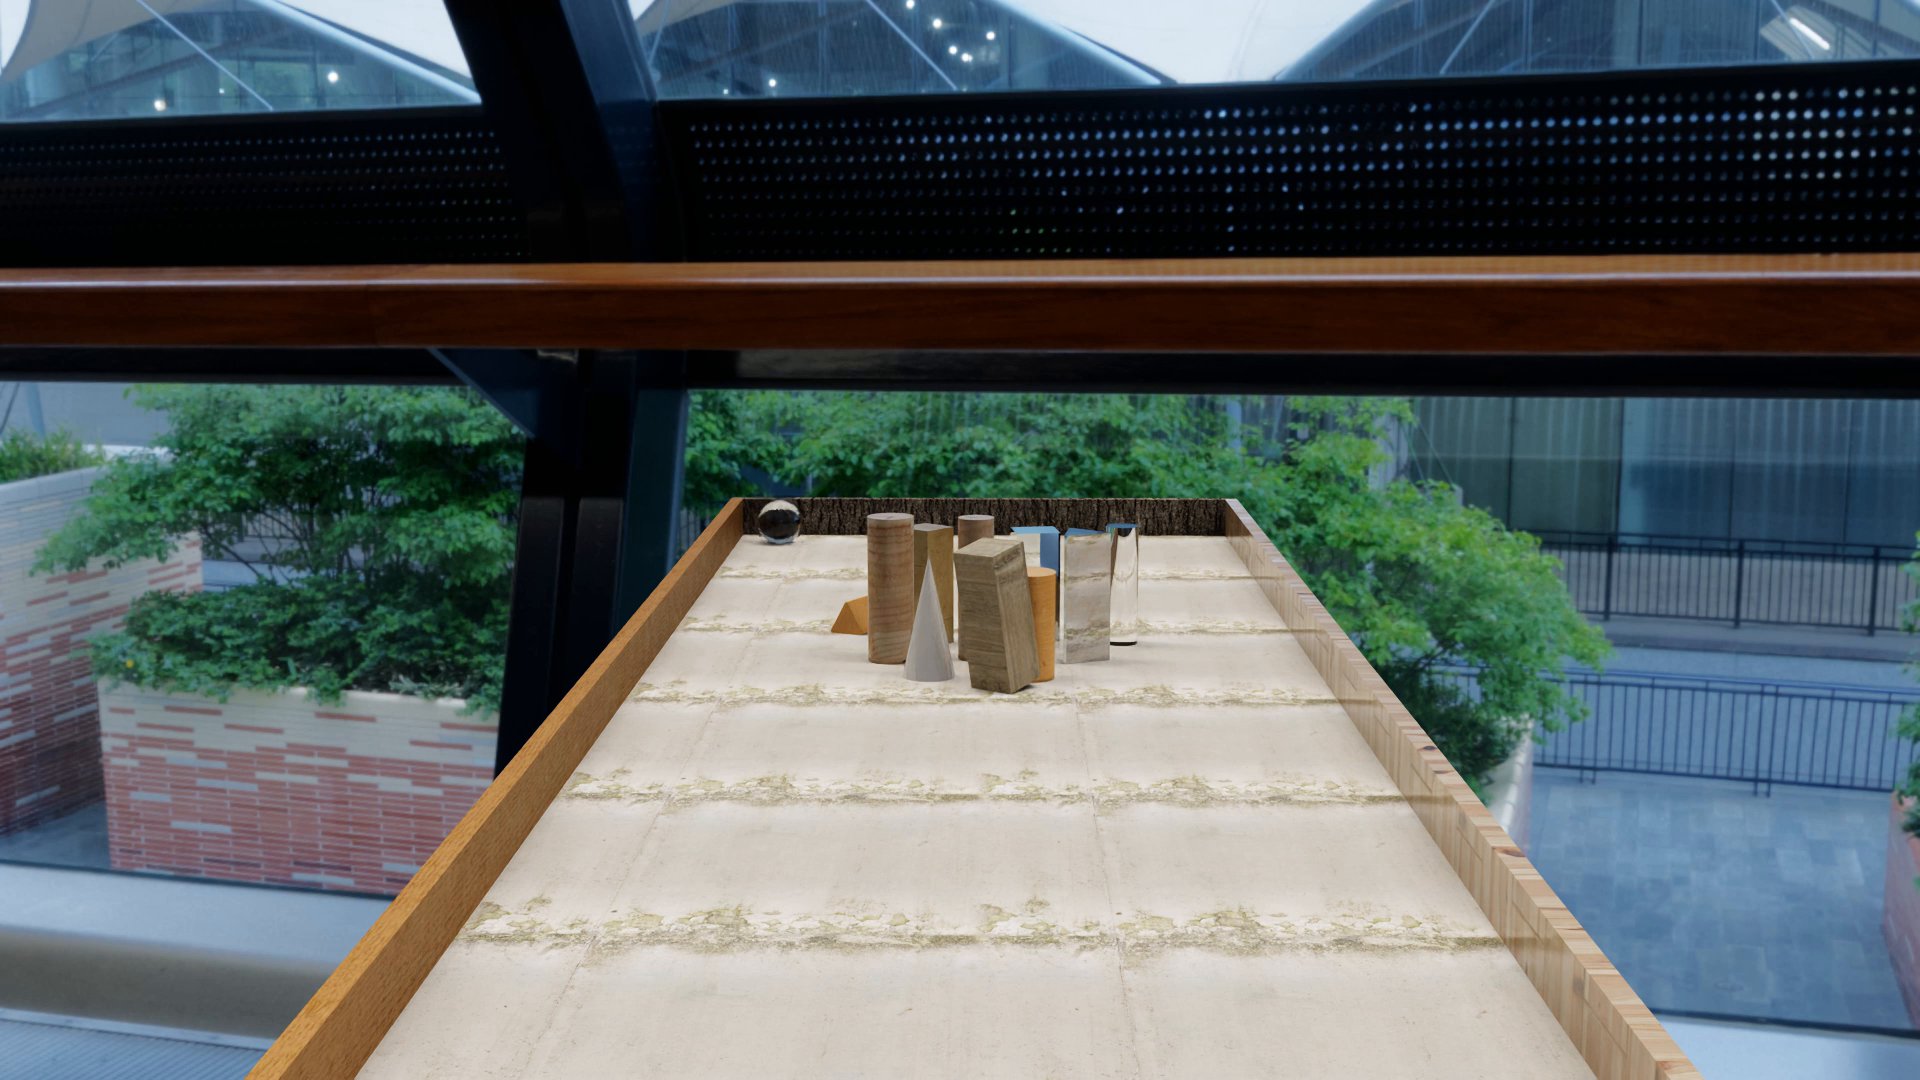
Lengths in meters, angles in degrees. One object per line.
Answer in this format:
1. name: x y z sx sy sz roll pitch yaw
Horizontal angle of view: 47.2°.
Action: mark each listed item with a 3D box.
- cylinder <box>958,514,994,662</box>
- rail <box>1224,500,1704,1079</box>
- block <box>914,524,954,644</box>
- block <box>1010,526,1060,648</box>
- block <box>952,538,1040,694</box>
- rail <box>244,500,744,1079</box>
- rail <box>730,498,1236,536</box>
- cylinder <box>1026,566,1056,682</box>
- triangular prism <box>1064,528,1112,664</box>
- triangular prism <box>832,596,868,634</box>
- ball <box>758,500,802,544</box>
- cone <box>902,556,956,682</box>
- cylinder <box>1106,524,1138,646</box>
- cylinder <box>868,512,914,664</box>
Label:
1. cylinder: 0.049 0.146 6.695 0.110 0.435 0.110 0 9 0
2. rail: 1.046 0.843 3.208 0.050 0.150 12.000 0 9 1
3. block: -0.105 0.142 6.929 0.121 0.370 0.121 8 12 41
4. block: 0.236 0.148 6.917 0.138 0.363 0.138 -1 9 -7
5. block: 0.106 0.214 6.275 0.144 0.410 0.144 6 22 39
6. rail: -1.004 0.839 3.234 0.050 0.150 12.000 0 9 1
7. rail: 0.099 -0.098 9.147 2.100 0.150 0.050 0 9 1
8. cylinder: 0.211 0.247 6.423 0.135 0.316 0.135 0 11 0
9. triangular prism: 0.362 0.167 6.702 0.152 0.393 0.132 -4 10 -22
10. triangular prism: -0.281 0.225 7.242 0.118 0.103 0.356 4 10 28
11. ball: -0.729 -0.073 8.904 0.178 0.178 0.178 0 9 0
12. cone: -0.091 0.221 6.449 0.157 0.364 0.157 0 9 0
13. cylinder: 0.510 0.140 6.927 0.103 0.375 0.103 0 9 0
14. cylinder: -0.209 0.147 6.670 0.142 0.442 0.142 0 9 0
